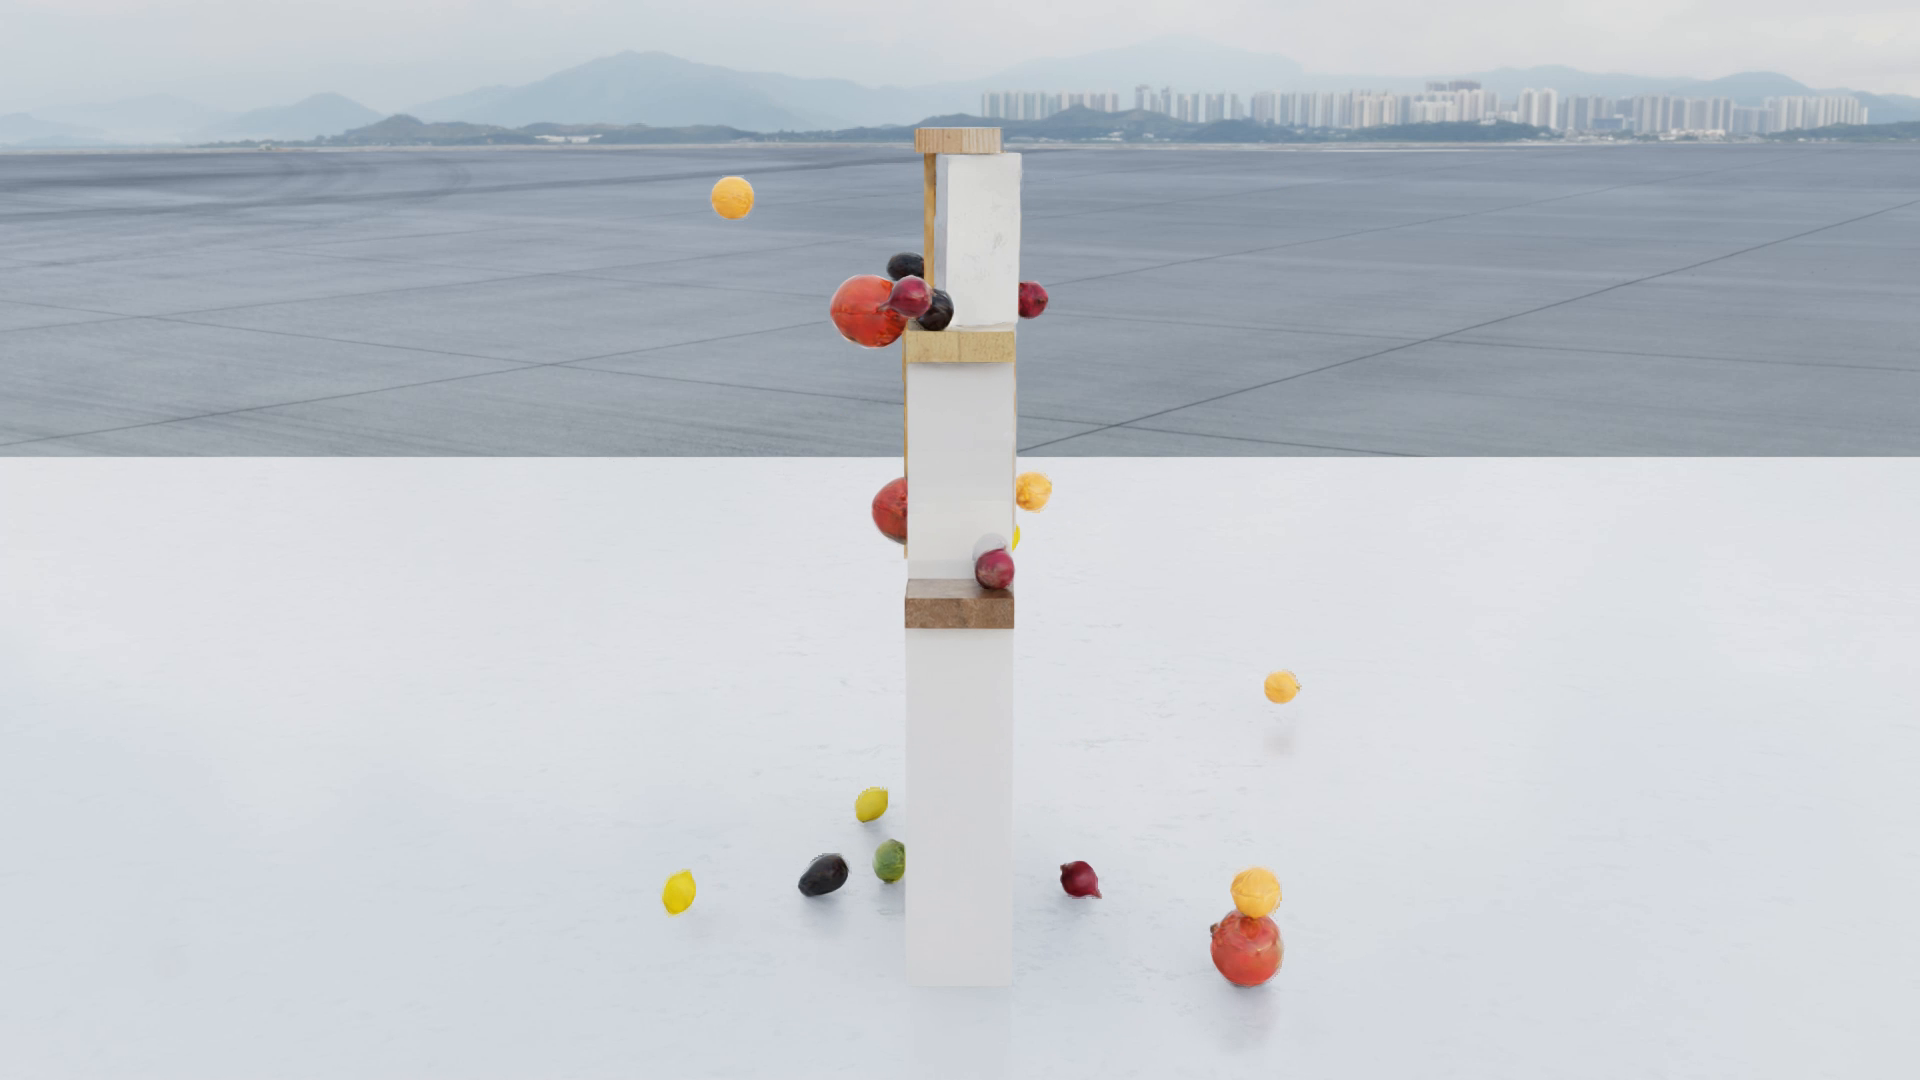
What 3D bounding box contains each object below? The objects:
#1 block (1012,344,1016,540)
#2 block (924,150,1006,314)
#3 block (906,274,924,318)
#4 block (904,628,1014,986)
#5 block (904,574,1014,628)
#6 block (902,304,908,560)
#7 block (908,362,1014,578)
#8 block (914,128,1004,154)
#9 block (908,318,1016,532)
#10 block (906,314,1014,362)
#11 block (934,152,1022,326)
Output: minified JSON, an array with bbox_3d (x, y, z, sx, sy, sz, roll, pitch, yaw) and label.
[{"bbox_3d":[0.008,-0.157,3.494,0.156,0.311,0.044,6,11,27],"label":"block"},{"bbox_3d":[0.008,-0.480,3.443,0.126,0.252,0.036,0,6,0],"label":"block"},{"bbox_3d":[0.001,-0.407,3.657,0.174,0.049,0.347,0,10,0],"label":"block"},{"bbox_3d":[-0.001,0.389,3.243,0.157,0.551,0.044,0,10,0],"label":"block"},{"bbox_3d":[0.001,0.076,3.292,0.157,0.044,0.314,0,11,0],"label":"block"},{"bbox_3d":[-0.010,-0.186,3.809,0.174,0.440,0.049,1,10,4],"label":"block"},{"bbox_3d":[0.000,-0.107,3.264,0.156,0.325,0.044,0,10,-2],"label":"block"},{"bbox_3d":[0.002,-0.609,3.346,0.126,0.036,0.252,0,11,2],"label":"block"},{"bbox_3d":[0.004,-0.190,3.573,0.174,0.347,0.049,0,9,0],"label":"block"},{"bbox_3d":[0.001,-0.308,3.334,0.156,0.044,0.311,0,11,0],"label":"block"},{"bbox_3d":[0.026,-0.448,3.277,0.126,0.252,0.036,-6,14,-31],"label":"block"}]
